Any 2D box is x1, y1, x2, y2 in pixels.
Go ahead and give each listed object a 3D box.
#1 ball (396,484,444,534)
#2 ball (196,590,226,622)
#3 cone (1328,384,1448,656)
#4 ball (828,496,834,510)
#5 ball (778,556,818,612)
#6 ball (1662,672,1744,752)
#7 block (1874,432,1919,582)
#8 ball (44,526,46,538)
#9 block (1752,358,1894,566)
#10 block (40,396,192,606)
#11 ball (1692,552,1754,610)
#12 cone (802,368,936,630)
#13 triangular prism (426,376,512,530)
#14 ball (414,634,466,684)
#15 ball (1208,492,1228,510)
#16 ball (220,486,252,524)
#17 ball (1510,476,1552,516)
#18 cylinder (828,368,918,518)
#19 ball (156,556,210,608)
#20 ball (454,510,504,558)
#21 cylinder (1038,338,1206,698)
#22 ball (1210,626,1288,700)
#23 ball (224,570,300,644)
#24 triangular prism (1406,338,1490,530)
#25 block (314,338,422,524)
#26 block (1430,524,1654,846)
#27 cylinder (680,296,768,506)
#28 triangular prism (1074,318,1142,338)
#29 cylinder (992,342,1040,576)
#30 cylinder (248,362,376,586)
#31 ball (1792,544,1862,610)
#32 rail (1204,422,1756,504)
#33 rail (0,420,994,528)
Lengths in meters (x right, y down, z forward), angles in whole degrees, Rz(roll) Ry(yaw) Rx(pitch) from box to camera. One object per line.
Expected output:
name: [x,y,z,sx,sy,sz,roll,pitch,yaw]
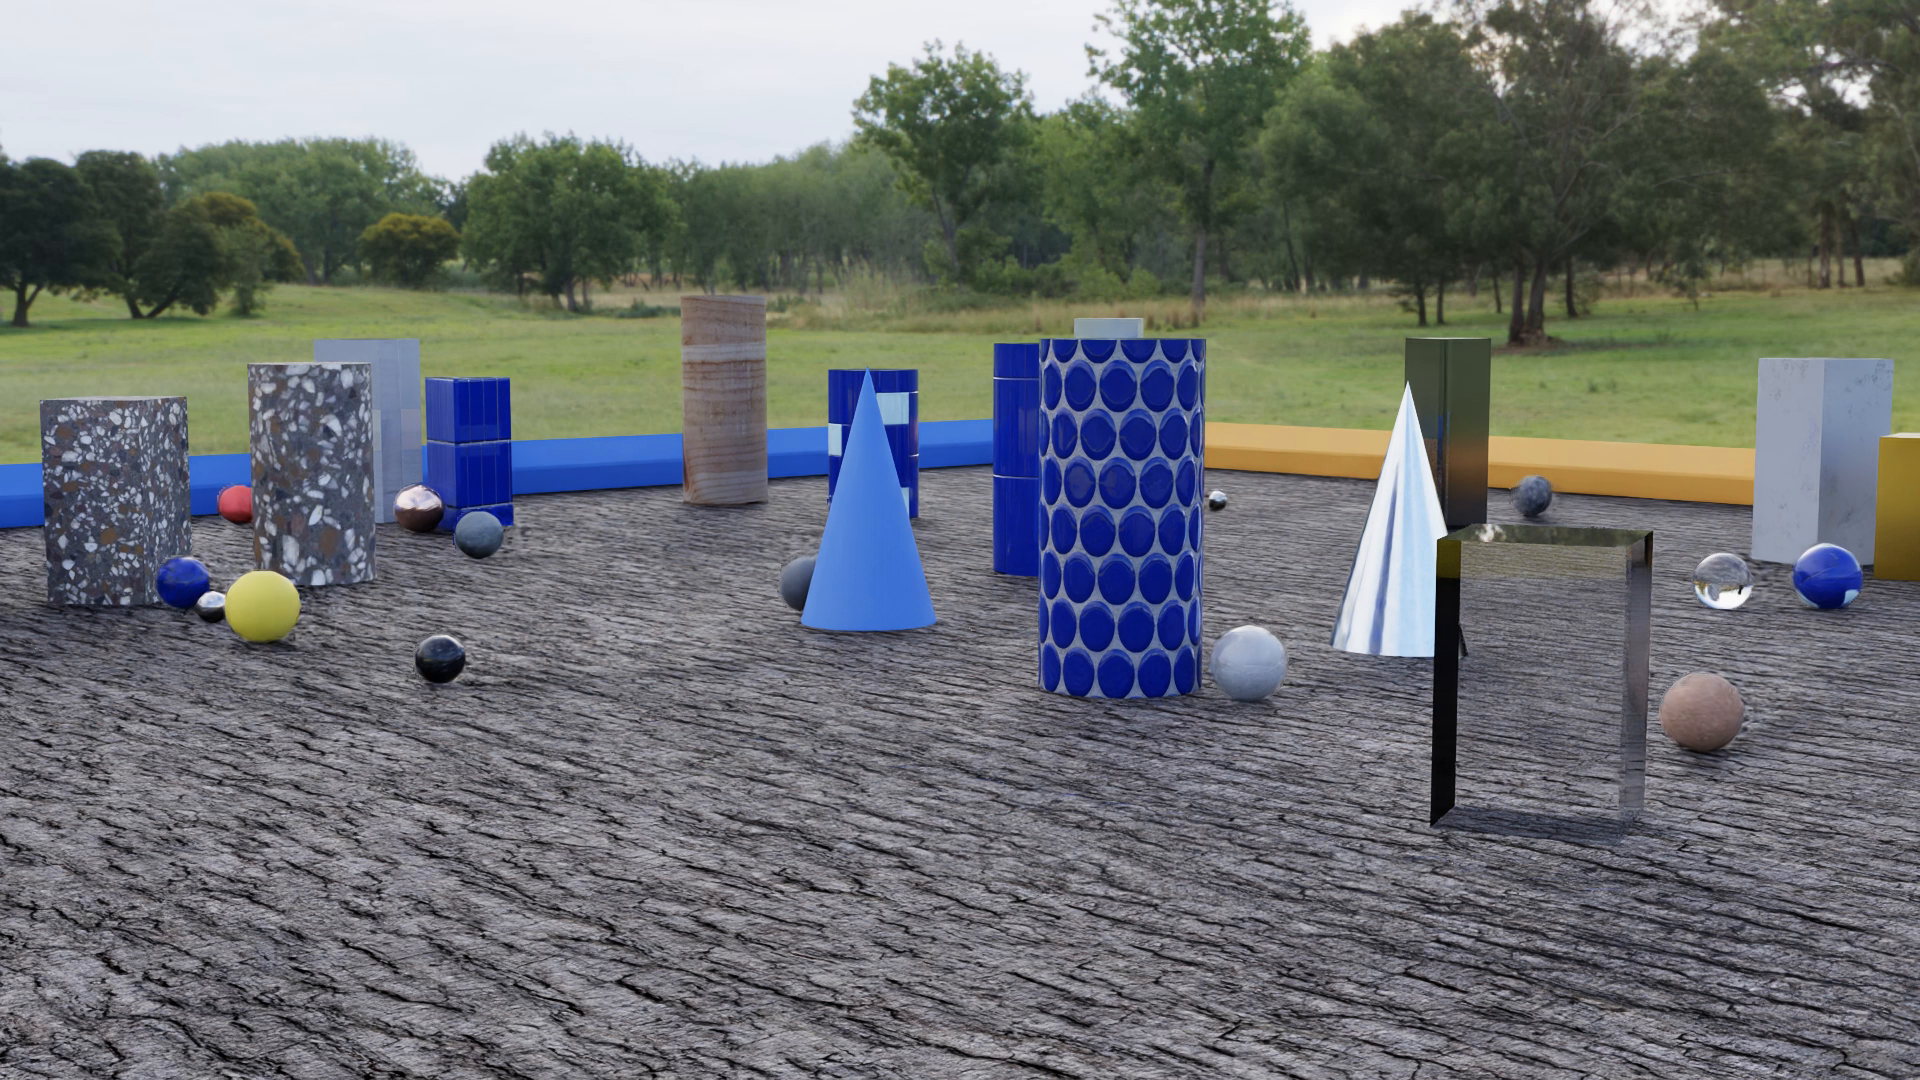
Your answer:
ball: [-1.080,-0.062,4.398,0.096,0.096,0.096,0,6,0]
ball: [-1.066,0.095,3.137,0.046,0.046,0.046,0,6,0]
cone: [0.589,-0.035,2.912,0.195,0.351,0.195,0,6,0]
ball: [-0.229,-0.065,4.505,0.079,0.079,0.079,0,6,0]
ball: [-0.225,0.066,3.243,0.083,0.083,0.083,0,6,0]
ball: [0.752,0.174,2.226,0.079,0.079,0.079,0,6,0]
block: [1.627,-0.055,3.661,0.156,0.236,0.156,4,7,35]
ball: [-1.584,-0.014,3.930,0.097,0.097,0.097,0,6,0]
block: [1.523,-0.141,3.887,0.156,0.359,0.156,-3,6,-23]
block: [-1.300,-0.064,3.397,0.156,0.309,0.156,1,6,7]
ball: [1.136,0.061,3.273,0.085,0.085,0.085,0,6,0]
cone: [-0.131,-0.066,3.137,0.195,0.367,0.195,0,6,0]
triangular prism: [-0.994,-0.181,4.525,0.147,0.306,0.169,-4,7,-33]
ball: [-0.620,0.142,2.624,0.059,0.059,0.059,0,6,0]
ball: [0.575,-0.088,4.902,0.042,0.042,0.042,0,6,0]
ball: [-1.502,-0.074,4.584,0.081,0.081,0.081,0,6,0]
ball: [1.237,-0.095,4.767,0.085,0.085,0.085,0,6,0]
cylinder: [-0.187,-0.209,4.749,0.195,0.316,0.195,0,6,0]
ball: [-1.161,0.063,3.286,0.078,0.078,0.078,0,6,0]
ball: [-0.863,-0.010,3.945,0.086,0.086,0.086,0,6,0]
cylinder: [0.191,-0.032,2.602,0.195,0.410,0.195,0,6,0]
ball: [0.330,0.141,2.511,0.086,0.086,0.086,0,6,0]
ball: [-0.934,0.089,2.946,0.097,0.097,0.097,0,6,0]
triangular prism: [0.976,-0.221,4.526,0.169,0.386,0.147,-6,8,-43]
block: [-1.257,-0.236,4.681,0.156,0.382,0.156,2,6,18]
block: [0.509,0.120,1.920,0.156,0.250,0.156,3,7,25]
cylinder: [-0.542,-0.323,5.063,0.195,0.477,0.195,0,6,0]
triangular prism: [0.357,-0.269,4.794,0.169,0.426,0.147,4,7,35]
cylinder: [0.154,-0.141,3.756,0.195,0.387,0.195,0,6,0]
cylinder: [-1.071,-0.114,3.639,0.195,0.357,0.195,0,6,0]
ball: [1.291,0.055,3.275,0.098,0.098,0.098,0,6,0]
rail: [1.809,-0.141,4.992,0.045,0.127,4.398,-5,8,-42]
rail: [-1.475,-0.133,4.922,4.970,0.127,0.045,-5,8,-42]
